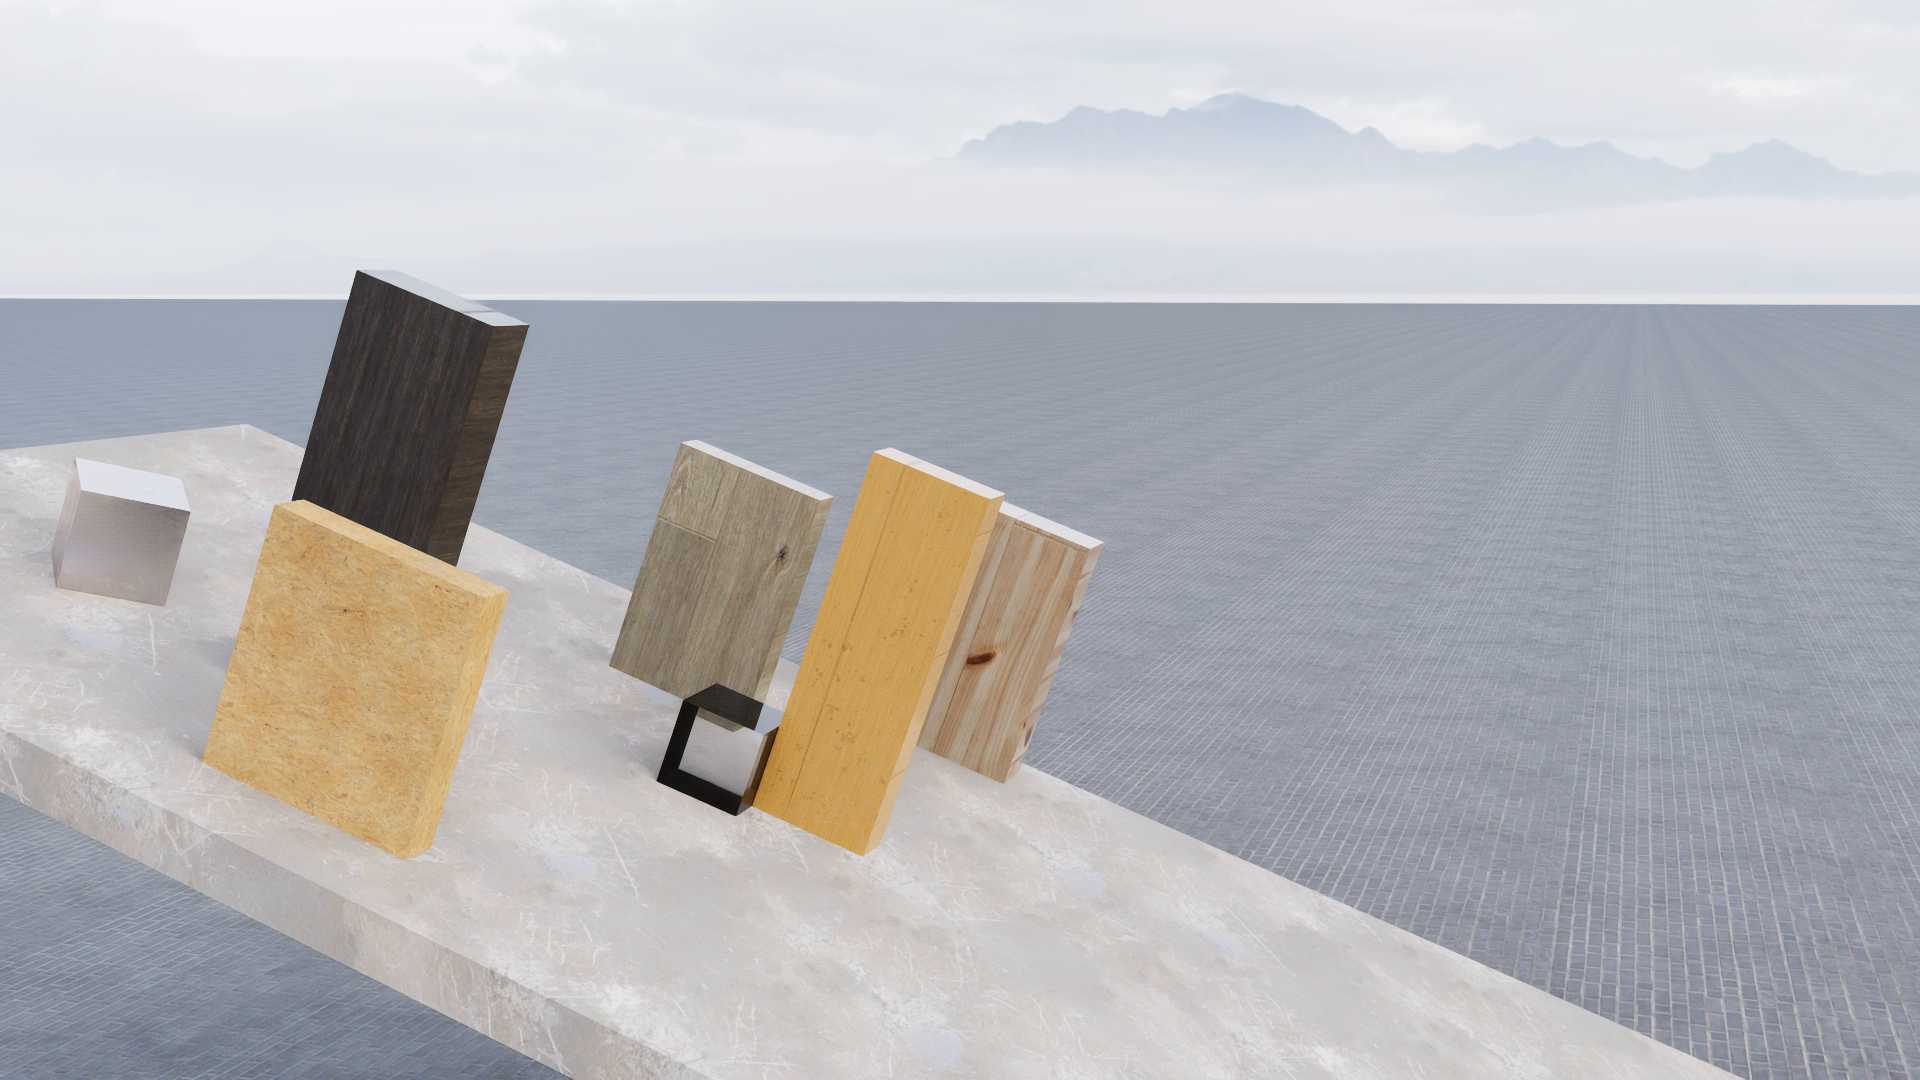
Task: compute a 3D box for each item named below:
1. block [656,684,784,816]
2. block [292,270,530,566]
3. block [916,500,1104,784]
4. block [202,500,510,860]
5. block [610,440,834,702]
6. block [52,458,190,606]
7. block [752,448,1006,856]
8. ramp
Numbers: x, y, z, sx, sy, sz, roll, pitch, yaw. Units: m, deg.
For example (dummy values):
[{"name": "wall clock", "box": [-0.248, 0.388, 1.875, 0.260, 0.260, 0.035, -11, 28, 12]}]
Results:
[{"name": "block", "box": [-0.454, 0.405, 4.266, 0.172, 0.172, 0.172, 22, 12, 12]}, {"name": "block", "box": [-1.036, -0.063, 3.949, 0.282, 0.788, 0.129, 23, 13, 13]}, {"name": "block", "box": [0.033, 0.202, 4.959, 0.393, 0.571, 0.128, 23, 13, 13]}, {"name": "block", "box": [-0.982, 0.224, 3.561, 0.397, 0.459, 0.081, 23, 13, 13]}, {"name": "block", "box": [-0.514, 0.091, 4.714, 0.334, 0.521, 0.084, 23, 13, 13]}, {"name": "block", "box": [-1.618, -0.016, 4.236, 0.199, 0.199, 0.199, 13, 14, -29]}, {"name": "block", "box": [-0.159, 0.215, 4.206, 0.242, 0.740, 0.101, 23, 13, 13]}, {"name": "ramp", "box": [-0.333, 0.608, 4.210, 4.000, 0.100, 2.000, 23, 13, 13]}]
